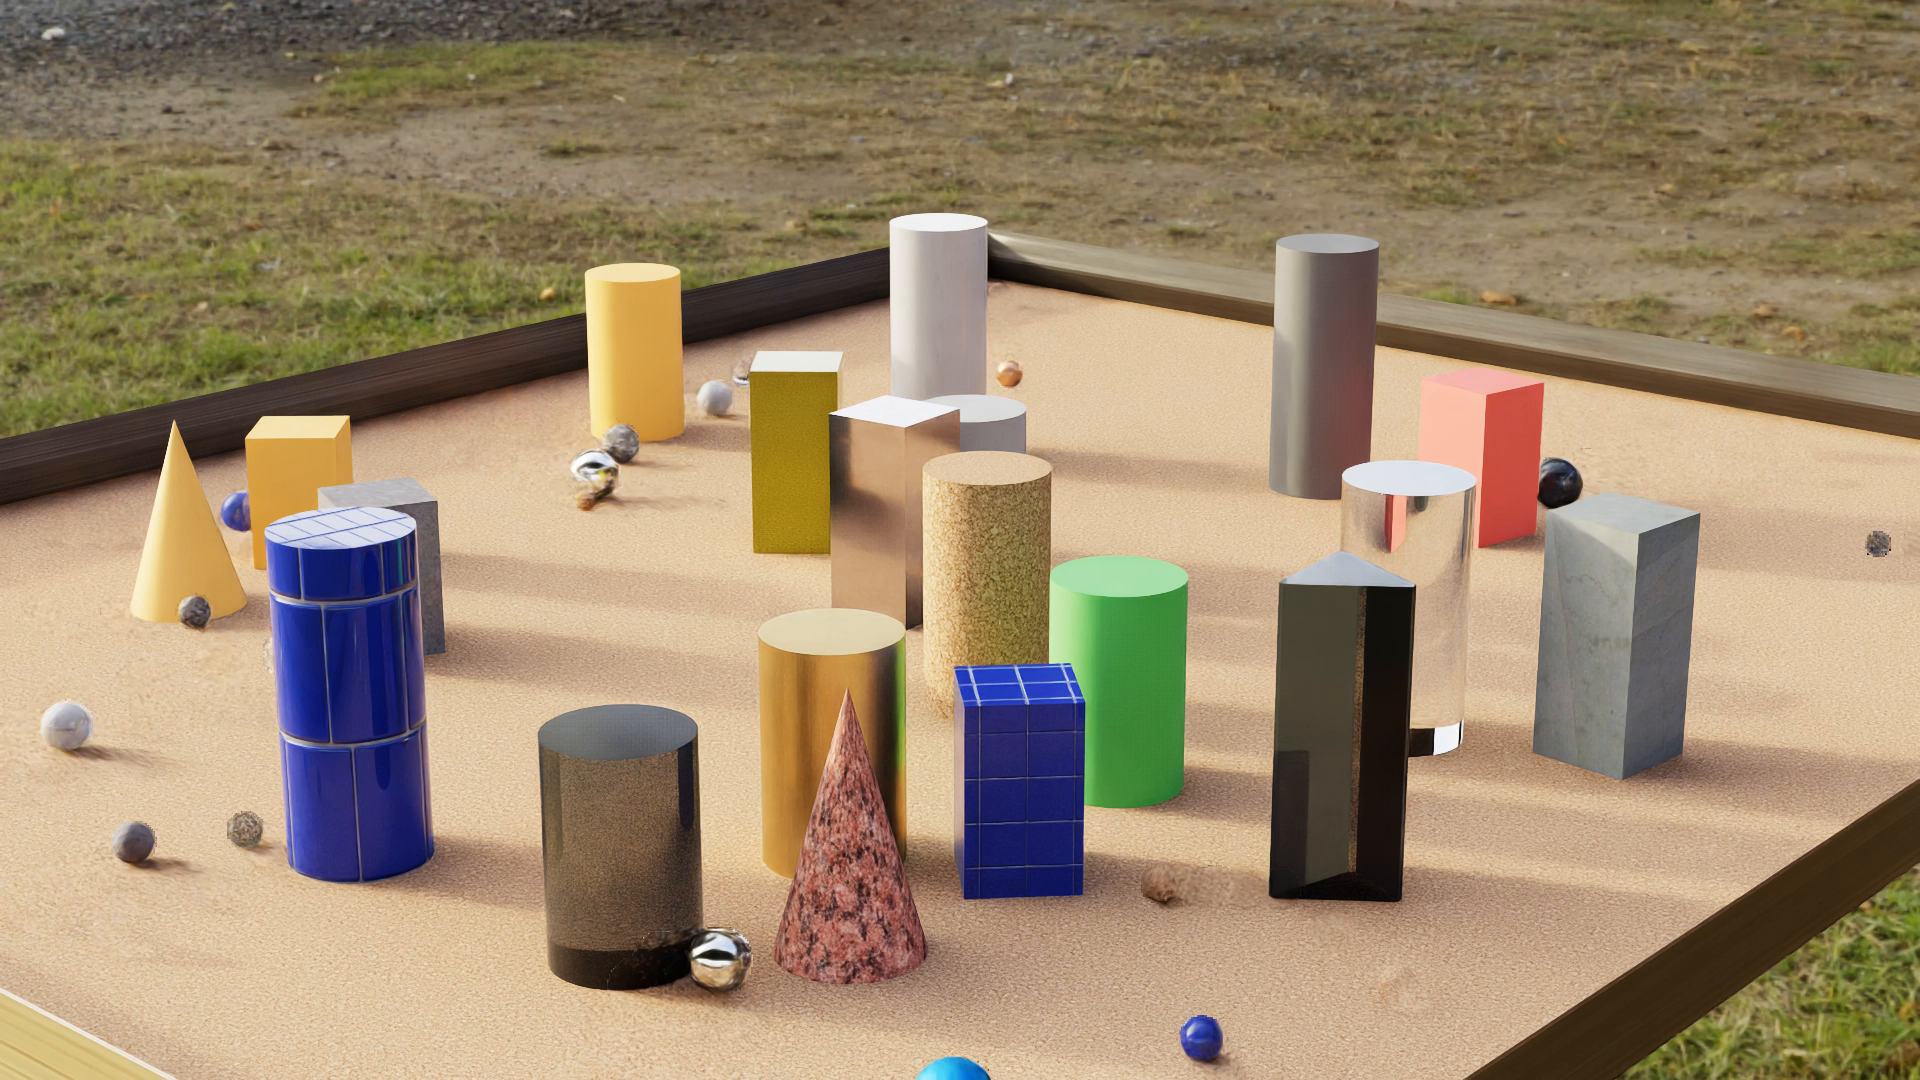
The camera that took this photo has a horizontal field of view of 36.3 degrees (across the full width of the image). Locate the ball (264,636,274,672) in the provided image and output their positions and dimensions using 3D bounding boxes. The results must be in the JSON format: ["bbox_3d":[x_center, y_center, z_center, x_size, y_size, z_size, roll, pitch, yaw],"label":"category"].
[{"bbox_3d":[-1.075,0.181,4.706,0.084,0.084,0.084,0,17,0],"label":"ball"}]

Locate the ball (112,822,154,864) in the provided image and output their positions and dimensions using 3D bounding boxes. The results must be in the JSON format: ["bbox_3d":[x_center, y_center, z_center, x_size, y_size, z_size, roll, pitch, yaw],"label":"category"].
[{"bbox_3d":[-1.125,0.412,3.989,0.056,0.056,0.056,0,17,0],"label":"ball"}]

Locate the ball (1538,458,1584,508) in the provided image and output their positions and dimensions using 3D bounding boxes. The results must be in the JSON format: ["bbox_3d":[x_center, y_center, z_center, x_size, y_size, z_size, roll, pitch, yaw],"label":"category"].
[{"bbox_3d":[1.149,-0.109,5.643,0.099,0.099,0.099,0,17,0],"label":"ball"}]

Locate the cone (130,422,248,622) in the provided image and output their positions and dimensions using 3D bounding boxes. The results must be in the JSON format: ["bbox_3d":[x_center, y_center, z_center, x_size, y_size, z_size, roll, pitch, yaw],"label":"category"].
[{"bbox_3d":[-1.336,-0.047,5.033,0.198,0.332,0.198,0,17,0],"label":"cone"}]

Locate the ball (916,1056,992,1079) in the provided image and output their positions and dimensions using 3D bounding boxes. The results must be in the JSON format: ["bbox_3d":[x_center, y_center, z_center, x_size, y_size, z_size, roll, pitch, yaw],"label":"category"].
[{"bbox_3d":[-0.007,0.619,3.233,0.096,0.096,0.096,0,17,0],"label":"ball"}]

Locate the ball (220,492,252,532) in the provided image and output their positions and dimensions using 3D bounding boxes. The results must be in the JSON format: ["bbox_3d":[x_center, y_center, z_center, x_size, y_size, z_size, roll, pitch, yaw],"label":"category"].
[{"bbox_3d":[-1.312,-0.052,5.355,0.075,0.075,0.075,0,17,0],"label":"ball"}]

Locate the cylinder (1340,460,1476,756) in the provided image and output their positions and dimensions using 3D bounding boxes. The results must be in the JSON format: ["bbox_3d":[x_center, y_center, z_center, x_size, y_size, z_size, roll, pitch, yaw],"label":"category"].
[{"bbox_3d":[0.667,0.102,4.413,0.198,0.406,0.198,0,17,0],"label":"cylinder"}]

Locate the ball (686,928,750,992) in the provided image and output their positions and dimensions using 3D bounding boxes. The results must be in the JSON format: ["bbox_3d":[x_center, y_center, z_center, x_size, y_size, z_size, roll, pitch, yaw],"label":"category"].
[{"bbox_3d":[-0.297,0.516,3.597,0.079,0.079,0.079,0,17,0],"label":"ball"}]

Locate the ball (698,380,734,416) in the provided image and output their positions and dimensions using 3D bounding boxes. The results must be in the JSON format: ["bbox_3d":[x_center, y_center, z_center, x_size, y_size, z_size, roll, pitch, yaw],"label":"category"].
[{"bbox_3d":[-0.529,-0.307,6.339,0.077,0.077,0.077,0,17,0],"label":"ball"}]

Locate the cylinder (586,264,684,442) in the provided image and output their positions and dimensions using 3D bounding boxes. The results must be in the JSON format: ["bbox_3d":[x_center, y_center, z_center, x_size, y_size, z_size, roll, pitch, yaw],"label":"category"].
[{"bbox_3d":[-0.684,-0.396,6.175,0.198,0.341,0.198,0,17,0],"label":"cylinder"}]

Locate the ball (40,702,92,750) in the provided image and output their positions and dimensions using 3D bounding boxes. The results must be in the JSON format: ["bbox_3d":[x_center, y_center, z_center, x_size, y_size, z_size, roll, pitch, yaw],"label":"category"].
[{"bbox_3d":[-1.341,0.279,4.399,0.074,0.074,0.074,0,17,0],"label":"ball"}]

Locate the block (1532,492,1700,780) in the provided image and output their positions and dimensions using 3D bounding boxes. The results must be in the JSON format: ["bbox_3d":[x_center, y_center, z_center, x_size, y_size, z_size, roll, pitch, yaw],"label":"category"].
[{"bbox_3d":[0.970,0.139,4.338,0.158,0.377,0.158,-15,23,-41],"label":"block"}]

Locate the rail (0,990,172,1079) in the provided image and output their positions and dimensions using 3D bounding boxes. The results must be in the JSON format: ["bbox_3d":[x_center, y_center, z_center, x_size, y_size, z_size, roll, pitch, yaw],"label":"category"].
[{"bbox_3d":[-1.375,0.489,3.604,3.544,0.128,0.045,14,22,39],"label":"rail"}]

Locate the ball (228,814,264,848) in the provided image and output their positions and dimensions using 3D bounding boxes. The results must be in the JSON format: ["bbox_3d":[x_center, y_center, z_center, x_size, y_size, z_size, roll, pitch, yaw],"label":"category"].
[{"bbox_3d":[-0.985,0.400,4.042,0.047,0.047,0.047,0,17,0],"label":"ball"}]

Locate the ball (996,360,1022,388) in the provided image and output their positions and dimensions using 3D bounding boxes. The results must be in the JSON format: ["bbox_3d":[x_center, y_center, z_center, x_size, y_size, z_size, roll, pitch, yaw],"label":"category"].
[{"bbox_3d":[0.111,-0.373,6.584,0.061,0.061,0.061,0,17,0],"label":"ball"}]

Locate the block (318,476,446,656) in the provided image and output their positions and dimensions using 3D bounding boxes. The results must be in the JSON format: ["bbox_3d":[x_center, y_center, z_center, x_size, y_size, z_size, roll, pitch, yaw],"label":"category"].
[{"bbox_3d":[-0.954,0.050,4.834,0.158,0.261,0.158,-8,18,-24],"label":"block"}]

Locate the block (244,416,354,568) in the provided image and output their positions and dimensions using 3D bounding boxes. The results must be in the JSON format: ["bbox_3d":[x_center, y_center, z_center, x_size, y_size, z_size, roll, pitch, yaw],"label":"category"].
[{"bbox_3d":[-1.194,-0.088,5.324,0.158,0.243,0.158,-1,17,-2],"label":"block"}]

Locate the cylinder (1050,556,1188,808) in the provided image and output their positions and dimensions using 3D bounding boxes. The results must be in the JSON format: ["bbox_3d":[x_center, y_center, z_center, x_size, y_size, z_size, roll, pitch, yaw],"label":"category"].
[{"bbox_3d":[0.227,0.203,4.232,0.198,0.317,0.198,0,17,0],"label":"cylinder"}]

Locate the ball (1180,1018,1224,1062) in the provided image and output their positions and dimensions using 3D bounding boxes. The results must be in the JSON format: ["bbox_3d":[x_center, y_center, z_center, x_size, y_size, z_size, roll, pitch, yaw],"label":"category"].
[{"bbox_3d":[0.283,0.584,3.428,0.051,0.051,0.051,0,17,0],"label":"ball"}]

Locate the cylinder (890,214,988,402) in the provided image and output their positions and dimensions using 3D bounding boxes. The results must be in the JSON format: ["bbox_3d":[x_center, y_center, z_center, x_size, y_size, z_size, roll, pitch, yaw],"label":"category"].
[{"bbox_3d":[-0.043,-0.411,5.984,0.198,0.481,0.198,0,17,0],"label":"cylinder"}]

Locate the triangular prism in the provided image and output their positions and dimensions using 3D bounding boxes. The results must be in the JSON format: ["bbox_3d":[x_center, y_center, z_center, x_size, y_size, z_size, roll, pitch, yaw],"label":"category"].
[{"bbox_3d":[0.502,0.245,3.885,0.171,0.436,0.148,1,17,4],"label":"triangular prism"}]

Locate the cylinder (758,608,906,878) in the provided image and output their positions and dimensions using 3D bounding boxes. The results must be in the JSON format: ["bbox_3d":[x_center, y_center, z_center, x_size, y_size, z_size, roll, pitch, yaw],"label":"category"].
[{"bbox_3d":[-0.172,0.277,3.972,0.198,0.324,0.198,0,17,0],"label":"cylinder"}]

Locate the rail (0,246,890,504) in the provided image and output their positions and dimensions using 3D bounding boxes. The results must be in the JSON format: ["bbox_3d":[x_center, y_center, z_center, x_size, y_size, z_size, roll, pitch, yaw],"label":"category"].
[{"bbox_3d":[-1.320,-0.298,6.217,0.045,0.128,4.240,14,22,39],"label":"rail"}]

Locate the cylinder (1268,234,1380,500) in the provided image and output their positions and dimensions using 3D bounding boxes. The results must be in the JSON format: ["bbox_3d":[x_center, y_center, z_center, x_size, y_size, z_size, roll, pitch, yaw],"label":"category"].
[{"bbox_3d":[0.711,-0.340,5.737,0.198,0.487,0.198,0,17,0],"label":"cylinder"}]

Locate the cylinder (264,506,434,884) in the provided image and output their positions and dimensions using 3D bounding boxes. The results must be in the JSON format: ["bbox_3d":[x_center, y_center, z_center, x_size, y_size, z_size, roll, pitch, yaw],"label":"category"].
[{"bbox_3d":[-0.821,0.208,3.952,0.198,0.468,0.198,0,17,0],"label":"cylinder"}]

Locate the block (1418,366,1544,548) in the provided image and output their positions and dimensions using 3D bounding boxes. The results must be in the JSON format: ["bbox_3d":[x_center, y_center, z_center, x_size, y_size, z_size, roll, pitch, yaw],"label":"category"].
[{"bbox_3d":[0.968,-0.156,5.467,0.158,0.291,0.158,-13,21,-36],"label":"block"}]

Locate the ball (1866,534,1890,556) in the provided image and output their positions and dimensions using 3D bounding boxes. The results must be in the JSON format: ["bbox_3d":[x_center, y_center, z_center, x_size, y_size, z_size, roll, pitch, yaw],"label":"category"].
[{"bbox_3d":[1.676,0.008,5.354,0.041,0.041,0.041,0,17,0],"label":"ball"}]

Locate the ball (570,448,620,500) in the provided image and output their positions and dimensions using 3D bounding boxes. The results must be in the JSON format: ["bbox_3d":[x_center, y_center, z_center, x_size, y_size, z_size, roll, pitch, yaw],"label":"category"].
[{"bbox_3d":[-0.711,-0.128,5.709,0.098,0.098,0.098,0,17,0],"label":"ball"}]

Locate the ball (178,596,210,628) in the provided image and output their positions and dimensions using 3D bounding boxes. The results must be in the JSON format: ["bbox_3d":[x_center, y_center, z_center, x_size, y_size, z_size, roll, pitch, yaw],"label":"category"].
[{"bbox_3d":[-1.294,0.121,4.957,0.054,0.054,0.054,0,17,0],"label":"ball"}]

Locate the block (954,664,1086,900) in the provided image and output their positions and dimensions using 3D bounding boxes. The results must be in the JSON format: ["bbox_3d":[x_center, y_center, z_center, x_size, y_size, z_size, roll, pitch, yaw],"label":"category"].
[{"bbox_3d":[0.077,0.321,3.919,0.158,0.271,0.158,-1,17,-5],"label":"block"}]

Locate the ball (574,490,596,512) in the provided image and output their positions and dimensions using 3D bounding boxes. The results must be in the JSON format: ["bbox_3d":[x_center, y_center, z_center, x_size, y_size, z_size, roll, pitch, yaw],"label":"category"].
[{"bbox_3d":[-0.719,-0.076,5.633,0.041,0.041,0.041,0,17,0],"label":"ball"}]

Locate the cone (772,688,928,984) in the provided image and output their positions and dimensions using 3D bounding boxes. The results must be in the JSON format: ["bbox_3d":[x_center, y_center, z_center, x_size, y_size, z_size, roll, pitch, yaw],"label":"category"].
[{"bbox_3d":[-0.139,0.350,3.671,0.198,0.357,0.198,0,17,0],"label":"cone"}]

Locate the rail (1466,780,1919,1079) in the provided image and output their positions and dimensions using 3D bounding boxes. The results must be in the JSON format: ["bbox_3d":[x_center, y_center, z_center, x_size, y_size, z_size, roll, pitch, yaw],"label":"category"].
[{"bbox_3d":[1.320,0.363,4.023,0.045,0.128,4.240,14,22,39],"label":"rail"}]

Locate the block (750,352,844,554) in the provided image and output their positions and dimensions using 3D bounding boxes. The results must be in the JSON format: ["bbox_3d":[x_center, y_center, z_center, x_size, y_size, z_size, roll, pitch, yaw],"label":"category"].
[{"bbox_3d":[-0.297,-0.162,5.396,0.158,0.343,0.158,0,17,2],"label":"block"}]

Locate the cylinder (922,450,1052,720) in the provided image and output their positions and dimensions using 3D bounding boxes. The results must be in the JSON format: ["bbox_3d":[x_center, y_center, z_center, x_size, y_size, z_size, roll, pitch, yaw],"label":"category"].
[{"bbox_3d":[0.042,0.072,4.550,0.198,0.383,0.198,0,17,0],"label":"cylinder"}]

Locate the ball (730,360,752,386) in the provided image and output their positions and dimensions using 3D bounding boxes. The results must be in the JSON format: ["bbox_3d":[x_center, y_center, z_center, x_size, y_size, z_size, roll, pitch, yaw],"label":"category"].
[{"bbox_3d":[-0.485,-0.374,6.590,0.060,0.060,0.060,0,17,0],"label":"ball"}]

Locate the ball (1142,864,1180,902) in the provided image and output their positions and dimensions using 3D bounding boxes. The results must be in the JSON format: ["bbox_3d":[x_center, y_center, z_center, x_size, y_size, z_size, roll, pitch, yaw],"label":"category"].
[{"bbox_3d":[0.265,0.453,3.865,0.049,0.049,0.049,0,17,0],"label":"ball"}]

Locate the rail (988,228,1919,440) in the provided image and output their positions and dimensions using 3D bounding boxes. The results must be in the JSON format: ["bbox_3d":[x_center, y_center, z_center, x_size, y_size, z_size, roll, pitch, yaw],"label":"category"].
[{"bbox_3d":[1.375,-0.425,6.636,3.544,0.128,0.045,14,22,39],"label":"rail"}]

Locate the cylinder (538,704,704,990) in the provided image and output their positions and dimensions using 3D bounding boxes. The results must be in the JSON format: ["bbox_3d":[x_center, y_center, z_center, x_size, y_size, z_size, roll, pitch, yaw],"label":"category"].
[{"bbox_3d":[-0.422,0.381,3.662,0.198,0.303,0.198,0,17,0],"label":"cylinder"}]

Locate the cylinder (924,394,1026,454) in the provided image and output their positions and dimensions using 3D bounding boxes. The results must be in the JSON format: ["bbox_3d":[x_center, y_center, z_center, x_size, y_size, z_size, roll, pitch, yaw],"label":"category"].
[{"bbox_3d":[0.018,-0.085,5.200,0.198,0.308,0.198,0,17,0],"label":"cylinder"}]

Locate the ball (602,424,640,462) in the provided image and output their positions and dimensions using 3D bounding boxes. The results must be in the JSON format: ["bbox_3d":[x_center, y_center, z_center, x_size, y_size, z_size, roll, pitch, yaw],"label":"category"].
[{"bbox_3d":[-0.691,-0.196,5.969,0.078,0.078,0.078,0,17,0],"label":"ball"}]

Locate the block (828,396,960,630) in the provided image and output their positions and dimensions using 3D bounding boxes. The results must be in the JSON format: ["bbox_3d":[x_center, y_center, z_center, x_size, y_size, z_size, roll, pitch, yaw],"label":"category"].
[{"bbox_3d":[-0.110,-0.048,4.999,0.158,0.354,0.158,12,20,34],"label":"block"}]
